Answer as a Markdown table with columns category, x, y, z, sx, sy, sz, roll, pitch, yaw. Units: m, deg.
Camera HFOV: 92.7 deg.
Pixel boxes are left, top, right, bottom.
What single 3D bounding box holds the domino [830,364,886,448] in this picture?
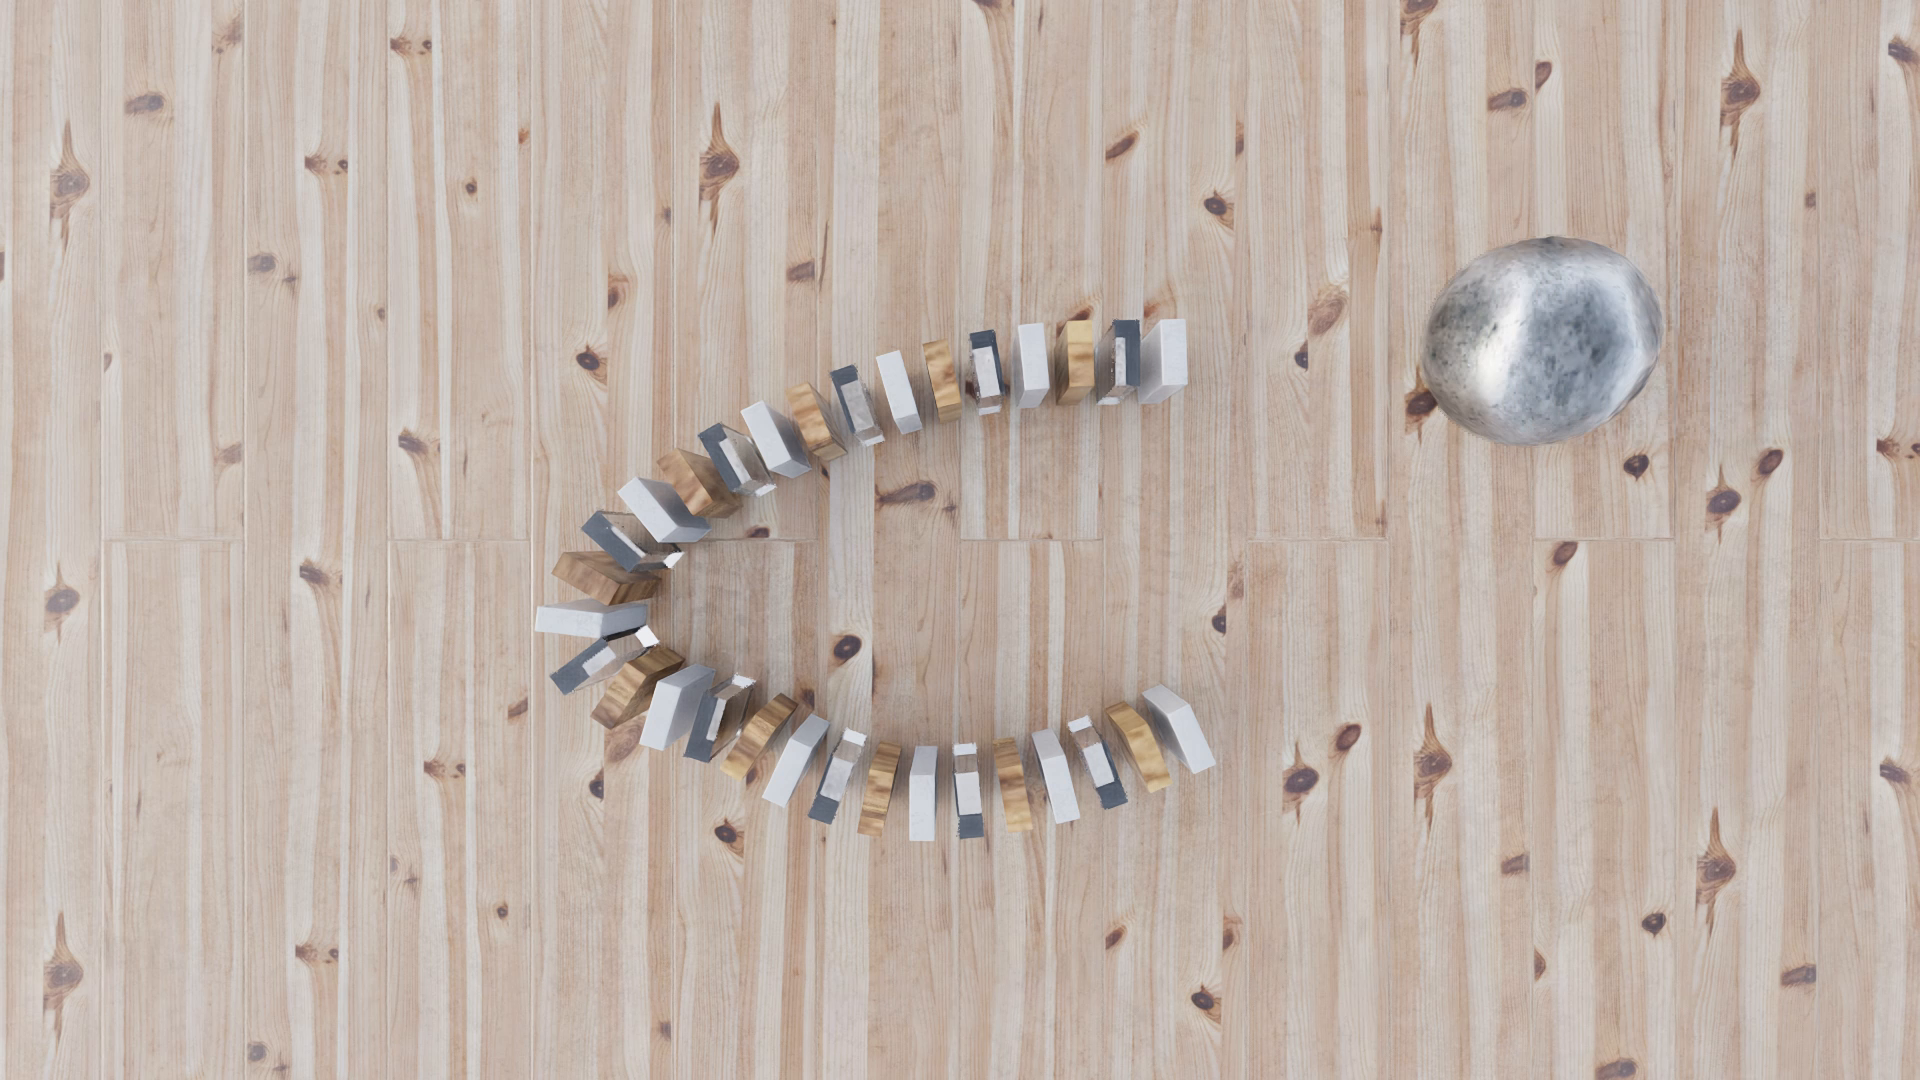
| category | x | y | z | sx | sy | sz | roll | pitch | yaw |
| --- | --- | --- | --- | --- | --- | --- | --- | --- | --- |
| domino | -0.041 | -0.054 | 0.375 | 0.009 | 0.050 | 0.025 | -19 | 90 | 0 |

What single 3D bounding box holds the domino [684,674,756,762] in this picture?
| category | x | y | z | sx | sy | sz | roll | pitch | yaw |
| --- | --- | --- | --- | --- | --- | --- | --- | --- | --- |
| domino | -0.097 | 0.072 | 0.375 | 0.009 | 0.050 | 0.025 | 17 | 90 | 0 |

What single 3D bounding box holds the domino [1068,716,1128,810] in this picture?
| category | x | y | z | sx | sy | sz | roll | pitch | yaw |
| --- | --- | --- | --- | --- | --- | --- | --- | --- | --- |
| domino | 0.056 | 0.090 | 0.375 | 0.009 | 0.050 | 0.025 | -20 | 90 | 0 |

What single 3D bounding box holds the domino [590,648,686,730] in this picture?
| category | x | y | z | sx | sy | sz | roll | pitch | yaw |
| --- | --- | --- | --- | --- | --- | --- | --- | --- | --- |
| domino | -0.131 | 0.060 | 0.375 | 0.010 | 0.050 | 0.025 | 34 | 90 | 0 |

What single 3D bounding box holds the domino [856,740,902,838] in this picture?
| category | x | y | z | sx | sy | sz | roll | pitch | yaw |
| --- | --- | --- | --- | --- | --- | --- | --- | --- | --- |
| domino | -0.032 | 0.101 | 0.375 | 0.010 | 0.050 | 0.025 | 12 | 90 | 0 |

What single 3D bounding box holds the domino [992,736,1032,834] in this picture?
| category | x | y | z | sx | sy | sz | roll | pitch | yaw |
| --- | --- | --- | --- | --- | --- | --- | --- | --- | --- |
| domino | 0.021 | 0.099 | 0.375 | 0.009 | 0.050 | 0.025 | -10 | 90 | 0 |

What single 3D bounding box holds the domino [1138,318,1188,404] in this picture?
| category | x | y | z | sx | sy | sz | roll | pitch | yaw |
| --- | --- | --- | --- | --- | --- | --- | --- | --- | --- |
| domino | 0.082 | -0.072 | 0.375 | 0.010 | 0.050 | 0.025 | -2 | 90 | 0 |

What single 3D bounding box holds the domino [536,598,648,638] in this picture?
| category | x | y | z | sx | sy | sz | roll | pitch | yaw |
| --- | --- | --- | --- | --- | --- | --- | --- | --- | --- |
| domino | -0.149 | 0.031 | 0.375 | 0.025 | 0.050 | 0.010 | 6 | 90 | 0 |

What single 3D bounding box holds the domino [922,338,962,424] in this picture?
| category | x | y | z | sx | sy | sz | roll | pitch | yaw |
| --- | --- | --- | --- | --- | --- | --- | --- | --- | --- |
| domino | -0.007 | -0.064 | 0.375 | 0.009 | 0.050 | 0.025 | -13 | 90 | 0 |

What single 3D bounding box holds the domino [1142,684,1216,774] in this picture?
| category | x | y | z | sx | sy | sz | roll | pitch | yaw |
| --- | --- | --- | --- | --- | --- | --- | --- | --- | --- |
| domino | 0.089 | 0.076 | 0.375 | 0.009 | 0.050 | 0.025 | -24 | 90 | 0 |

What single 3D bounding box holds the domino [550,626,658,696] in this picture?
| category | x | y | z | sx | sy | sz | roll | pitch | yaw |
| --- | --- | --- | --- | --- | --- | --- | --- | --- | --- |
| domino | -0.144 | 0.048 | 0.375 | 0.025 | 0.050 | 0.010 | -37 | 90 | 0 |

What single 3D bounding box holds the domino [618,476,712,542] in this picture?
| category | x | y | z | sx | sy | sz | roll | pitch | yaw |
| --- | --- | --- | --- | --- | --- | --- | --- | --- | --- |
| domino | -0.120 | -0.012 | 0.375 | 0.010 | 0.050 | 0.025 | -39 | 90 | 0 |

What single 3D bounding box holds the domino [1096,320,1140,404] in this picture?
| category | x | y | z | sx | sy | sz | roll | pitch | yaw |
| --- | --- | --- | --- | --- | --- | --- | --- | --- | --- |
| domino | 0.064 | -0.072 | 0.375 | 0.010 | 0.050 | 0.025 | -1 | 90 | 0 |

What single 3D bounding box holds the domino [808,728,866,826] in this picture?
| category | x | y | z | sx | sy | sz | roll | pitch | yaw |
| --- | --- | --- | --- | --- | --- | --- | --- | --- | --- |
| domino | -0.049 | 0.096 | 0.375 | 0.010 | 0.050 | 0.025 | 20 | 90 | 0 |

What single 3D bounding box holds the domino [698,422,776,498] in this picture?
| category | x | y | z | sx | sy | sz | roll | pitch | yaw |
| --- | --- | --- | --- | --- | --- | --- | --- | --- | --- |
| domino | -0.090 | -0.032 | 0.375 | 0.009 | 0.050 | 0.025 | -30 | 90 | 0 |

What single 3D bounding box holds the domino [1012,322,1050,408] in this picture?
| category | x | y | z | sx | sy | sz | roll | pitch | yaw |
| --- | --- | --- | --- | --- | --- | --- | --- | --- | --- |
| domino | 0.028 | -0.070 | 0.375 | 0.009 | 0.050 | 0.025 | -6 | 90 | 0 |

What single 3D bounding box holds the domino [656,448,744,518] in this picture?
| category | x | y | z | sx | sy | sz | roll | pitch | yaw |
| --- | --- | --- | --- | --- | --- | --- | --- | --- | --- |
| domino | -0.105 | -0.022 | 0.375 | 0.010 | 0.050 | 0.025 | -34 | 90 | 0 |

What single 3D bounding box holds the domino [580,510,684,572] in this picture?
| category | x | y | z | sx | sy | sz | roll | pitch | yaw |
| --- | --- | --- | --- | --- | --- | --- | --- | --- | --- |
| domino | -0.133 | 0.001 | 0.375 | 0.025 | 0.050 | 0.010 | 42 | 90 | 0 |

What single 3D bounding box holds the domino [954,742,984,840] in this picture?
| category | x | y | z | sx | sy | sz | roll | pitch | yaw |
| --- | --- | --- | --- | --- | --- | --- | --- | --- | --- |
| domino | 0.003 | 0.101 | 0.375 | 0.009 | 0.050 | 0.025 | -6 | 90 | 0 |

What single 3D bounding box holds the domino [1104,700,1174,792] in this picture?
| category | x | y | z | sx | sy | sz | roll | pitch | yaw |
| --- | --- | --- | --- | --- | --- | --- | --- | --- | --- |
| domino | 0.072 | 0.083 | 0.375 | 0.009 | 0.050 | 0.025 | -23 | 90 | 0 |

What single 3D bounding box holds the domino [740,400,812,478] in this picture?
| category | x | y | z | sx | sy | sz | roll | pitch | yaw |
| --- | --- | --- | --- | --- | --- | --- | --- | --- | --- |
| domino | -0.074 | -0.040 | 0.375 | 0.009 | 0.050 | 0.025 | -26 | 90 | 0 |

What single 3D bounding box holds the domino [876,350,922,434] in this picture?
| category | x | y | z | sx | sy | sz | roll | pitch | yaw |
| --- | --- | --- | --- | --- | --- | --- | --- | --- | --- |
| domino | -0.024 | -0.059 | 0.375 | 0.010 | 0.050 | 0.025 | -16 | 90 | 0 |

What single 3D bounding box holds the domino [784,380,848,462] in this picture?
| category | x | y | z | sx | sy | sz | roll | pitch | yaw |
| --- | --- | --- | --- | --- | --- | --- | --- | --- | --- |
| domino | -0.058 | -0.047 | 0.375 | 0.009 | 0.050 | 0.025 | -23 | 90 | 0 |

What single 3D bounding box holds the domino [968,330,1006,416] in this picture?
| category | x | y | z | sx | sy | sz | roll | pitch | yaw |
| --- | --- | --- | --- | --- | --- | --- | --- | --- | --- |
| domino | 0.011 | -0.067 | 0.375 | 0.009 | 0.050 | 0.025 | -10 | 90 | 0 |

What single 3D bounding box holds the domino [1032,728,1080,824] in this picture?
| category | x | y | z | sx | sy | sz | roll | pitch | yaw |
| --- | --- | --- | --- | --- | --- | --- | --- | --- | --- |
| domino | 0.039 | 0.095 | 0.375 | 0.010 | 0.050 | 0.025 | -14 | 90 | 0 |

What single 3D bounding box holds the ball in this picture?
| category | x | y | z | sx | sy | sz | roll | pitch | yaw |
| --- | --- | --- | --- | --- | --- | --- | --- | --- | --- |
| ball | 0.226 | -0.077 | 0.360 | 0.080 | 0.080 | 0.080 | 0 | 90 | 0 |

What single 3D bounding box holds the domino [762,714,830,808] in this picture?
| category | x | y | z | sx | sy | sz | roll | pitch | yaw |
| --- | --- | --- | --- | --- | --- | --- | --- | --- | --- |
| domino | -0.066 | 0.089 | 0.375 | 0.009 | 0.050 | 0.025 | 25 | 90 | 0 |

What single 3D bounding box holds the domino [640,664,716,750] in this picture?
| category | x | y | z | sx | sy | sz | roll | pitch | yaw |
| --- | --- | --- | --- | --- | --- | --- | --- | --- | --- |
| domino | -0.115 | 0.067 | 0.375 | 0.009 | 0.050 | 0.025 | 17 | 90 | 0 |

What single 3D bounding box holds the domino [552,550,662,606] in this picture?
| category | x | y | z | sx | sy | sz | roll | pitch | yaw |
| --- | --- | --- | --- | --- | --- | --- | --- | --- | --- |
| domino | -0.143 | 0.015 | 0.375 | 0.025 | 0.050 | 0.009 | 30 | 90 | 0 |

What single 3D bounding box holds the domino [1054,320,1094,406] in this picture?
| category | x | y | z | sx | sy | sz | roll | pitch | yaw |
| --- | --- | --- | --- | --- | --- | --- | --- | --- | --- |
| domino | 0.046 | -0.071 | 0.375 | 0.009 | 0.050 | 0.025 | -2 | 90 | 0 |

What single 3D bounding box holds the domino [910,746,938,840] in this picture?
| category | x | y | z | sx | sy | sz | roll | pitch | yaw |
| --- | --- | --- | --- | --- | --- | --- | --- | --- | --- |
| domino | -0.015 | 0.102 | 0.375 | 0.010 | 0.050 | 0.025 | 0 | 90 | 0 |

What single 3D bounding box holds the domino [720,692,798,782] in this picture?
| category | x | y | z | sx | sy | sz | roll | pitch | yaw |
| --- | --- | --- | --- | --- | --- | --- | --- | --- | --- |
| domino | -0.081 | 0.080 | 0.375 | 0.009 | 0.050 | 0.025 | 34 | 90 | 0 |
